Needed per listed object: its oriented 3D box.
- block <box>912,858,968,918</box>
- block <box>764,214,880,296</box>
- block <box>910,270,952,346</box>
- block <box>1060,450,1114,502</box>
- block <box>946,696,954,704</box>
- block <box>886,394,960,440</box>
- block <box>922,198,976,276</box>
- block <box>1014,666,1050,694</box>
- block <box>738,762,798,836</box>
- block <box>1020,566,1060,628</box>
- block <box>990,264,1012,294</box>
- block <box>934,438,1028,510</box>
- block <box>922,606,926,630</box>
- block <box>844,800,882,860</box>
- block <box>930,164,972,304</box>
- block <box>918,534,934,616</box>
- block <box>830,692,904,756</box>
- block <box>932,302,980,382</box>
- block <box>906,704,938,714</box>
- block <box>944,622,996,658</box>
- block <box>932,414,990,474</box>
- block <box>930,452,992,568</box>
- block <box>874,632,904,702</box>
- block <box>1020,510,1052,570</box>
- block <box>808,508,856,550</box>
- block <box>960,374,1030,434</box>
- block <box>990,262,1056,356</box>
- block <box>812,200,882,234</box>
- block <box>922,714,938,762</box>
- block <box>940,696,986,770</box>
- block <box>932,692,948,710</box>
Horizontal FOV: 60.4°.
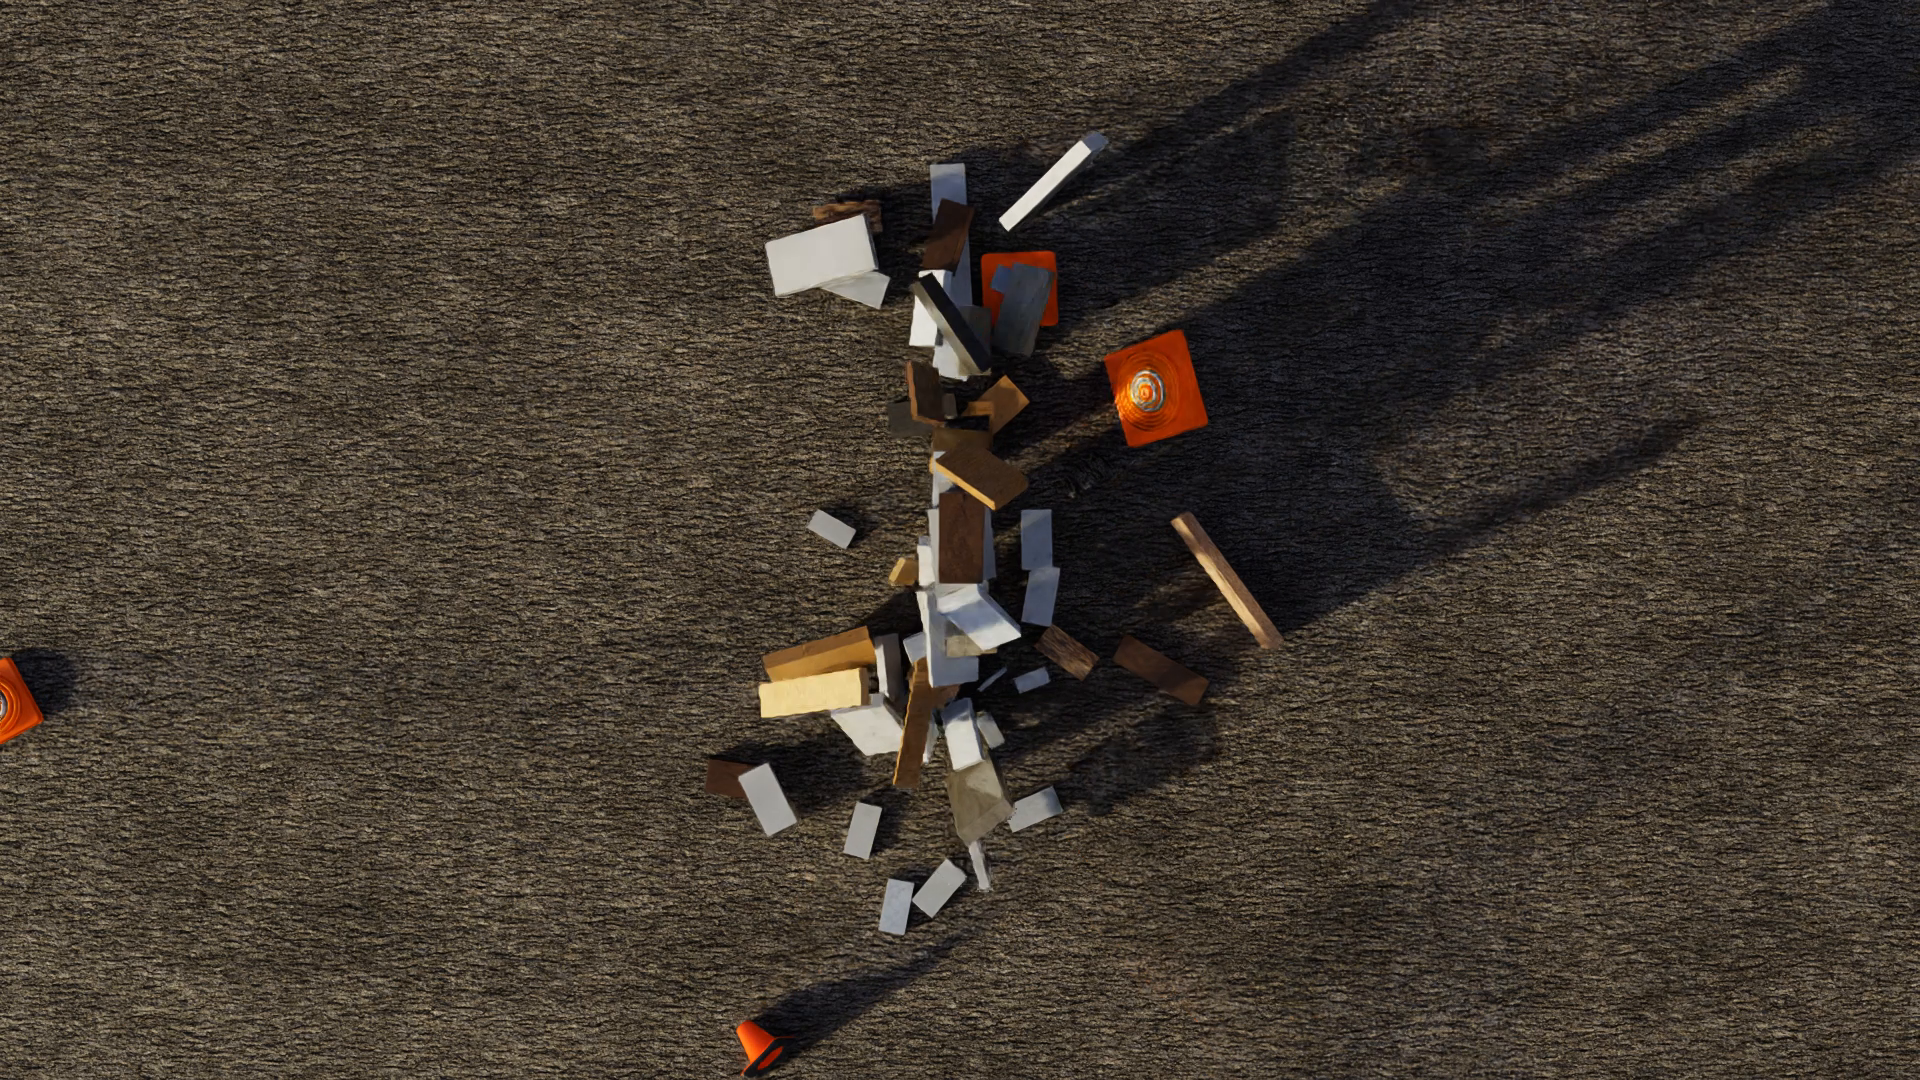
[{"bbox_3d":[-0.069,1.157,5.487,0.091,0.026,0.182,40,90,0],"label":"block"},{"bbox_3d":[-0.455,-0.935,5.426,0.353,0.050,0.176,-13,88,15],"label":"block"},{"bbox_3d":[-0.097,-0.763,5.443,0.035,0.124,0.247,7,90,-44],"label":"block"},{"bbox_3d":[0.420,-0.213,5.488,0.164,0.023,0.082,-41,90,0],"label":"block"},{"bbox_3d":[-0.037,0.429,5.447,0.100,0.028,0.201,20,83,2],"label":"block"},{"bbox_3d":[-0.119,-0.409,5.463,0.230,0.033,0.115,-9,90,10],"label":"block"},{"bbox_3d":[-0.039,-1.000,5.451,0.115,0.033,0.230,17,90,0],"label":"block"},{"bbox_3d":[0.240,0.466,5.492,0.111,0.016,0.055,-21,90,0],"label":"block"},{"bbox_3d":[-0.635,0.856,5.453,0.110,0.031,0.221,-27,90,0],"label":"block"},{"bbox_3d":[0.268,0.182,5.471,0.099,0.028,0.198,10,81,0],"label":"block"},{"bbox_3d":[0.187,-0.840,5.441,0.164,0.023,0.082,23,91,1],"label":"block"},{"bbox_3d":[0.060,-0.185,4.614,0.126,0.036,0.252,-37,51,-23],"label":"block"},{"bbox_3d":[-0.070,0.267,5.155,0.079,0.022,0.157,-1,133,9],"label":"block"},{"bbox_3d":[-0.323,0.964,5.488,0.088,0.025,0.175,15,90,0],"label":"block"},{"bbox_3d":[-0.028,-0.991,5.484,0.115,0.033,0.513,-3,90,0],"label":"block"},{"bbox_3d":[-0.038,0.128,5.128,0.172,0.344,0.049,5,46,6],"label":"block"},{"bbox_3d":[-0.277,0.597,5.322,0.176,0.352,0.050,-11,59,11],"label":"block"},{"bbox_3d":[-0.013,-0.661,5.460,0.124,0.035,0.247,11,98,-2],"label":"block"},{"bbox_3d":[-0.081,0.486,5.470,0.108,0.031,0.217,39,84,4],"label":"block"},{"bbox_3d":[0.032,0.293,4.920,0.151,0.302,0.043,-6,74,-1],"label":"block"},{"bbox_3d":[0.003,-0.207,5.115,0.178,0.050,0.356,0,90,0],"label":"block"},{"bbox_3d":[0.004,-0.087,4.741,0.166,0.047,0.332,1,92,0],"label":"block"},{"bbox_3d":[-0.232,0.421,5.445,0.031,0.108,0.217,-6,90,28],"label":"block"},{"bbox_3d":[0.254,-0.001,5.470,0.100,0.028,0.201,0,81,0],"label":"block"},{"bbox_3d":[-0.426,-0.036,5.489,0.148,0.021,0.074,30,90,0],"label":"block"},{"bbox_3d":[0.100,-0.420,5.482,0.248,0.035,0.124,-42,90,0],"label":"block"},{"bbox_3d":[0.203,-0.753,5.375,0.141,0.040,0.282,19,94,33],"label":"block"},{"bbox_3d":[-0.373,-1.064,5.484,0.221,0.031,0.111,-6,90,0],"label":"block"},{"bbox_3d":[-0.106,0.632,5.319,0.023,0.164,0.082,-9,115,16],"label":"block"},{"bbox_3d":[0.008,0.637,5.420,0.108,0.031,0.217,-26,63,24],"label":"block"},{"bbox_3d":[-0.078,0.444,5.376,0.100,0.028,0.201,13,101,4],"label":"block"}]
